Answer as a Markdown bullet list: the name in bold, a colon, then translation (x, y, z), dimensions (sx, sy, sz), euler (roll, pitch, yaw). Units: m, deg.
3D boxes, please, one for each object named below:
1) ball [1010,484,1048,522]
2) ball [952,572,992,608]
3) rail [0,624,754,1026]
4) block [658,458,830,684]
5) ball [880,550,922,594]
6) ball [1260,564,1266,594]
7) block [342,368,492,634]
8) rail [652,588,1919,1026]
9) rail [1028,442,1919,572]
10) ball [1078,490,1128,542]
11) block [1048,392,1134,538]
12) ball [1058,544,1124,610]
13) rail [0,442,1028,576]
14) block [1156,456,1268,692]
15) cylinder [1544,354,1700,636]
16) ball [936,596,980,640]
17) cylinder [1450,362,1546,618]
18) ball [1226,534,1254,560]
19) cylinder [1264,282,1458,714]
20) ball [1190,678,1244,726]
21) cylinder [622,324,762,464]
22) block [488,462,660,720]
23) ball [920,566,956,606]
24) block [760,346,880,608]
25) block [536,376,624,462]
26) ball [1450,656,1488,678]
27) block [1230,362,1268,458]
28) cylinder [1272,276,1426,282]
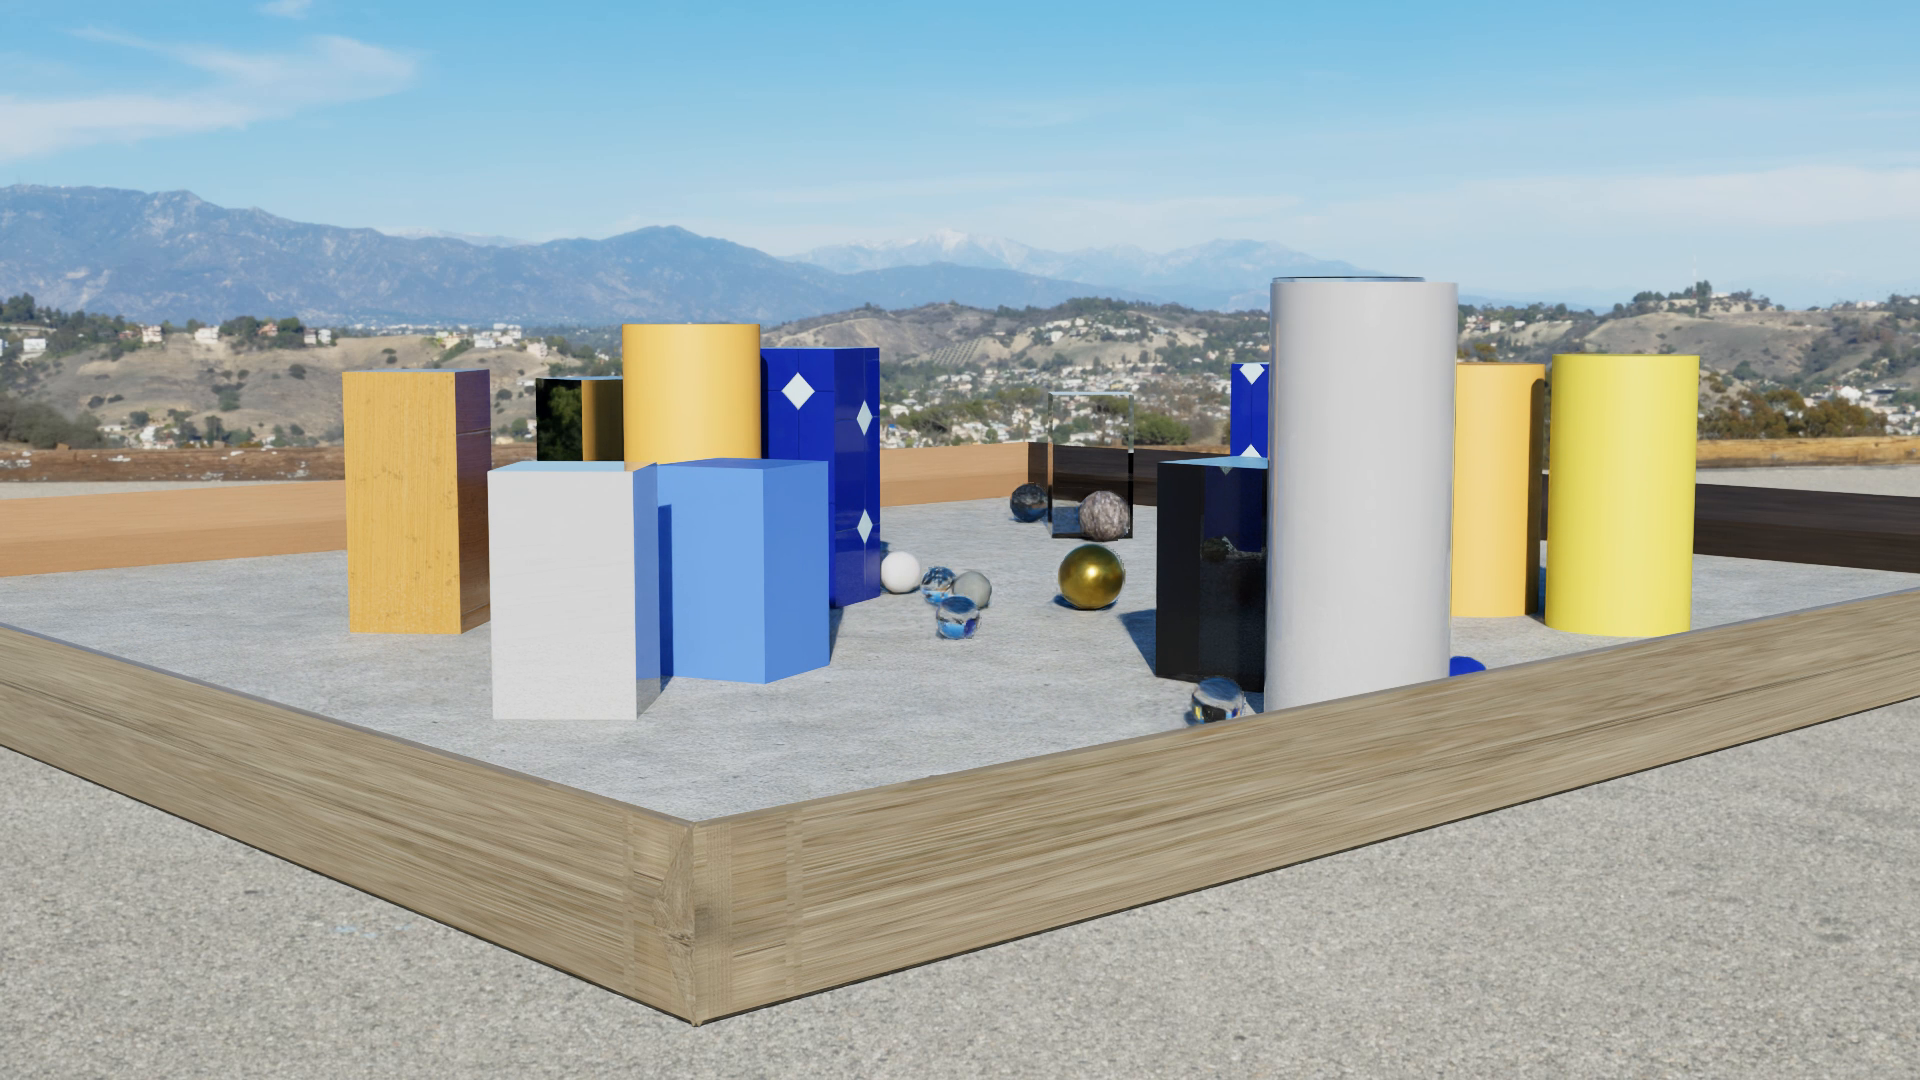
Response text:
- **ball**: translation (0.146, -0.078, 4.625), dimensions (0.082, 0.082, 0.082), euler (0, 6, 0)
- **ball**: translation (0.018, 0.075, 3.276), dimensions (0.058, 0.058, 0.058), euler (0, 6, 0)
- **rail**: translation (-1.059, 0.135, 2.360), dimensions (0.045, 0.128, 2.690), euler (-5, 8, -42)
- **block**: translation (-0.270, 0.033, 2.718), dimensions (0.157, 0.257, 0.157), euler (3, 7, 26)
- **ball**: translation (-0.093, 0.051, 3.462), dimensions (0.068, 0.068, 0.068), euler (0, 6, 0)
- **ball**: translation (0.495, 0.059, 3.333), dimensions (0.079, 0.079, 0.079), euler (0, 6, 0)
- **block**: translation (-0.759, -0.058, 3.098), dimensions (0.157, 0.360, 0.157), euler (1, 6, 5)
- **rail**: translation (0.896, 0.134, 2.366), dimensions (2.929, 0.128, 0.045), euler (-5, 8, -42)
- **rail**: translation (1.059, -0.068, 4.304), dimensions (0.045, 0.128, 2.690), euler (-5, 8, -42)
- **ball**: translation (0.276, -0.046, 4.240), dimensions (0.098, 0.098, 0.098), euler (0, 6, 0)
- **block**: translation (0.258, -0.150, 4.361), dimensions (0.157, 0.281, 0.157), euler (0, 6, -1)
- **ball**: translation (0.194, 0.055, 3.273), dimensions (0.098, 0.098, 0.098), euler (0, 6, 0)
- **rail**: translation (-0.896, -0.068, 4.298), dimensions (2.929, 0.128, 0.045), euler (-5, 8, -42)
- **block**: translation (0.349, 0.037, 2.664), dimensions (0.157, 0.262, 0.157), euler (6, 8, 45)
- **cylinder**: translation (0.928, -0.068, 3.086), dimensions (0.197, 0.382, 0.197), euler (0, 6, 0)
- **ball**: translation (-0.003, 0.105, 2.978), dimensions (0.060, 0.060, 0.060), euler (0, 6, 0)
- **cylinder**: translation (0.766, -0.079, 3.278), dimensions (0.197, 0.365, 0.197), euler (0, 6, 0)
- **ball**: translation (0.501, 0.012, 3.932), dimensions (0.047, 0.047, 0.047), euler (0, 6, 0)
- **cylinder**: translation (0.427, -0.037, 2.350), dimensions (0.197, 0.473, 0.197), euler (0, 6, 0)
- **ball**: translation (0.273, 0.174, 2.336), dimensions (0.057, 0.057, 0.057), euler (0, 6, 0)
- **cylinder**: translation (-0.384, -0.098, 3.169), dimensions (0.197, 0.425, 0.197), euler (0, 6, 0)
- **block**: translation (-0.429, 0.053, 2.464), dimensions (0.157, 0.271, 0.157), euler (0, 6, 2)
- **ball**: translation (-0.031, 0.070, 3.325), dimensions (0.059, 0.059, 0.059), euler (0, 6, 0)
- **block**: translation (-0.228, -0.100, 3.371), dimensions (0.157, 0.387, 0.157), euler (3, 6, 23)
- **block**: translation (-0.626, -0.117, 3.822), dimensions (0.157, 0.328, 0.157), euler (-5, 8, -40)
- **ball**: translation (0.558, 0.160, 2.438), dimensions (0.064, 0.064, 0.064), euler (0, 6, 0)
- **block**: translation (0.622, -0.162, 4.171), dimensions (0.157, 0.344, 0.157), euler (5, 8, 40)
- **cylinder**: translation (0.503, -0.098, 2.873), dimensions (0.197, 0.486, 0.197), euler (0, 6, 0)
